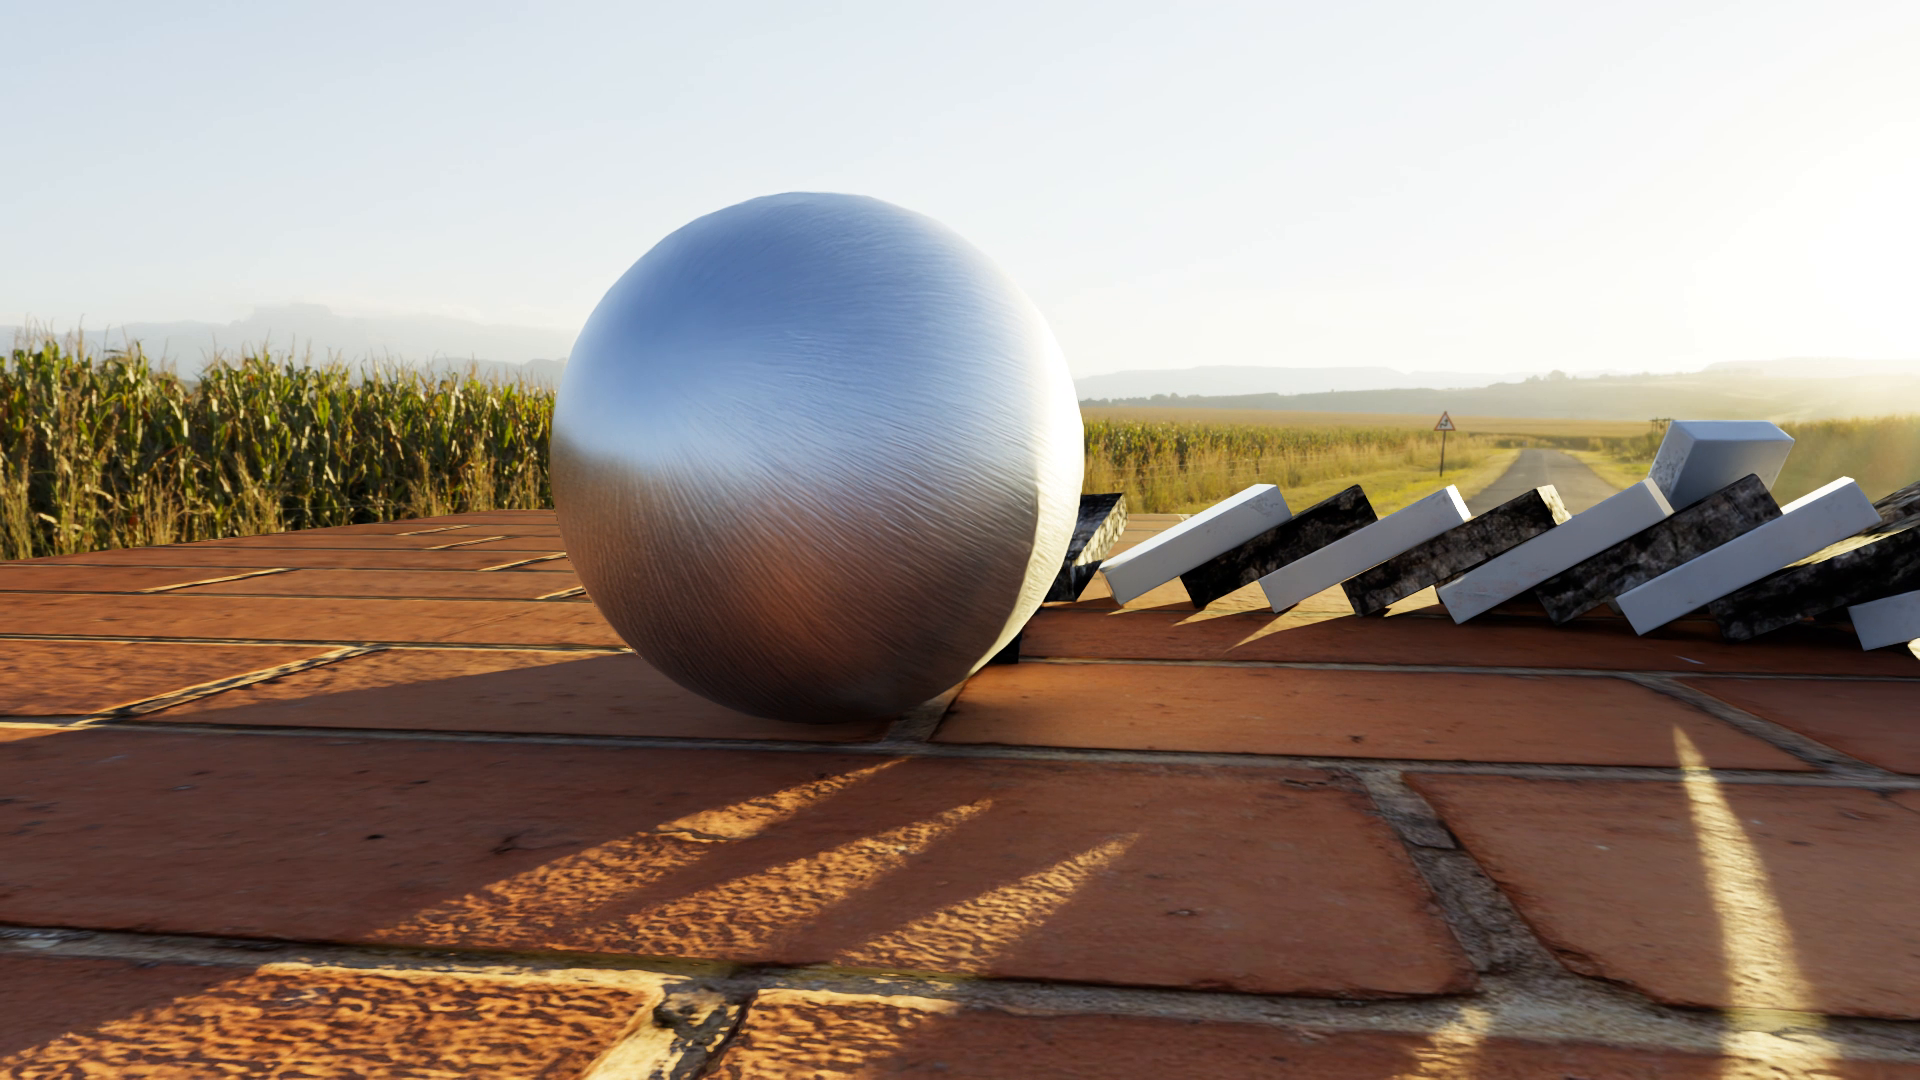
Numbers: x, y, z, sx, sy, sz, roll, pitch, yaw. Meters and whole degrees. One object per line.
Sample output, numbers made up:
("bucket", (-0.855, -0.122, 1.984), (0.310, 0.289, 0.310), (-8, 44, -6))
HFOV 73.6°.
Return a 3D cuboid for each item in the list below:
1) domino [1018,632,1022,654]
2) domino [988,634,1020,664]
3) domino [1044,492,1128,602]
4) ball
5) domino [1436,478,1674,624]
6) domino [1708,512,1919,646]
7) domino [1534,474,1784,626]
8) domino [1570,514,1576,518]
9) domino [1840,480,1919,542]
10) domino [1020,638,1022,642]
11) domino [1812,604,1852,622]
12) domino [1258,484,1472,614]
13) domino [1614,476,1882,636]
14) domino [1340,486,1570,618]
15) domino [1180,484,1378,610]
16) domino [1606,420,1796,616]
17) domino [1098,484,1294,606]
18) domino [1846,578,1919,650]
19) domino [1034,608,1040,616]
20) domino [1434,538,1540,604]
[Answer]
("domino", (0.001, 0.001, 0.274), (0.025, 0.050, 0.009), (0, -39, 4))
("domino", (0.000, 0.002, 0.261), (0.025, 0.050, 0.009), (0, -39, 4))
("domino", (0.027, 0.002, 0.357), (0.025, 0.009, 0.050), (-2, 24, 26))
("ball", (-0.021, -0.012, 0.197), (0.080, 0.080, 0.080), (0, 4, 0))
("domino", (0.139, 0.003, 0.301), (0.050, 0.009, 0.025), (-35, -15, 29))
("domino", (0.186, 0.007, 0.271), (0.050, 0.009, 0.025), (-28, -10, 28))
("domino", (0.157, 0.002, 0.291), (0.050, 0.010, 0.025), (-34, -13, 27))
("domino", (0.176, 0.004, 0.360), (0.050, 0.009, 0.025), (2, -34, 22))
("domino", (0.201, 0.003, 0.293), (0.050, 0.009, 0.025), (-34, -10, 23))
("domino", (0.002, 0.000, 0.287), (0.025, 0.050, 0.009), (0, -39, 4))
("domino", (0.225, 0.000, 0.301), (0.050, 0.009, 0.025), (-36, 4, -11))
("domino", (0.102, 0.002, 0.324), (0.050, 0.009, 0.025), (-29, -9, 24))
("domino", (0.171, 0.004, 0.280), (0.050, 0.009, 0.025), (-34, -13, 28))
("domino", (0.120, 0.003, 0.312), (0.050, 0.009, 0.025), (-31, -13, 30))
("domino", (0.083, 0.001, 0.335), (0.050, 0.010, 0.025), (-28, -4, 15))
("domino", (0.176, -0.005, 0.309), (0.025, 0.050, 0.009), (-1, 34, -8))
("domino", (0.062, 0.001, 0.344), (0.050, 0.010, 0.025), (-27, 2, 3))
("domino", (0.210, 0.009, 0.260), (0.050, 0.009, 0.025), (-22, -3, 34))
("domino", (0.009, 0.001, 0.336), (0.025, 0.009, 0.050), (0, 34, 7))
("domino", (0.154, 0.007, 0.339), (0.050, 0.009, 0.025), (-1, -28, -14))
